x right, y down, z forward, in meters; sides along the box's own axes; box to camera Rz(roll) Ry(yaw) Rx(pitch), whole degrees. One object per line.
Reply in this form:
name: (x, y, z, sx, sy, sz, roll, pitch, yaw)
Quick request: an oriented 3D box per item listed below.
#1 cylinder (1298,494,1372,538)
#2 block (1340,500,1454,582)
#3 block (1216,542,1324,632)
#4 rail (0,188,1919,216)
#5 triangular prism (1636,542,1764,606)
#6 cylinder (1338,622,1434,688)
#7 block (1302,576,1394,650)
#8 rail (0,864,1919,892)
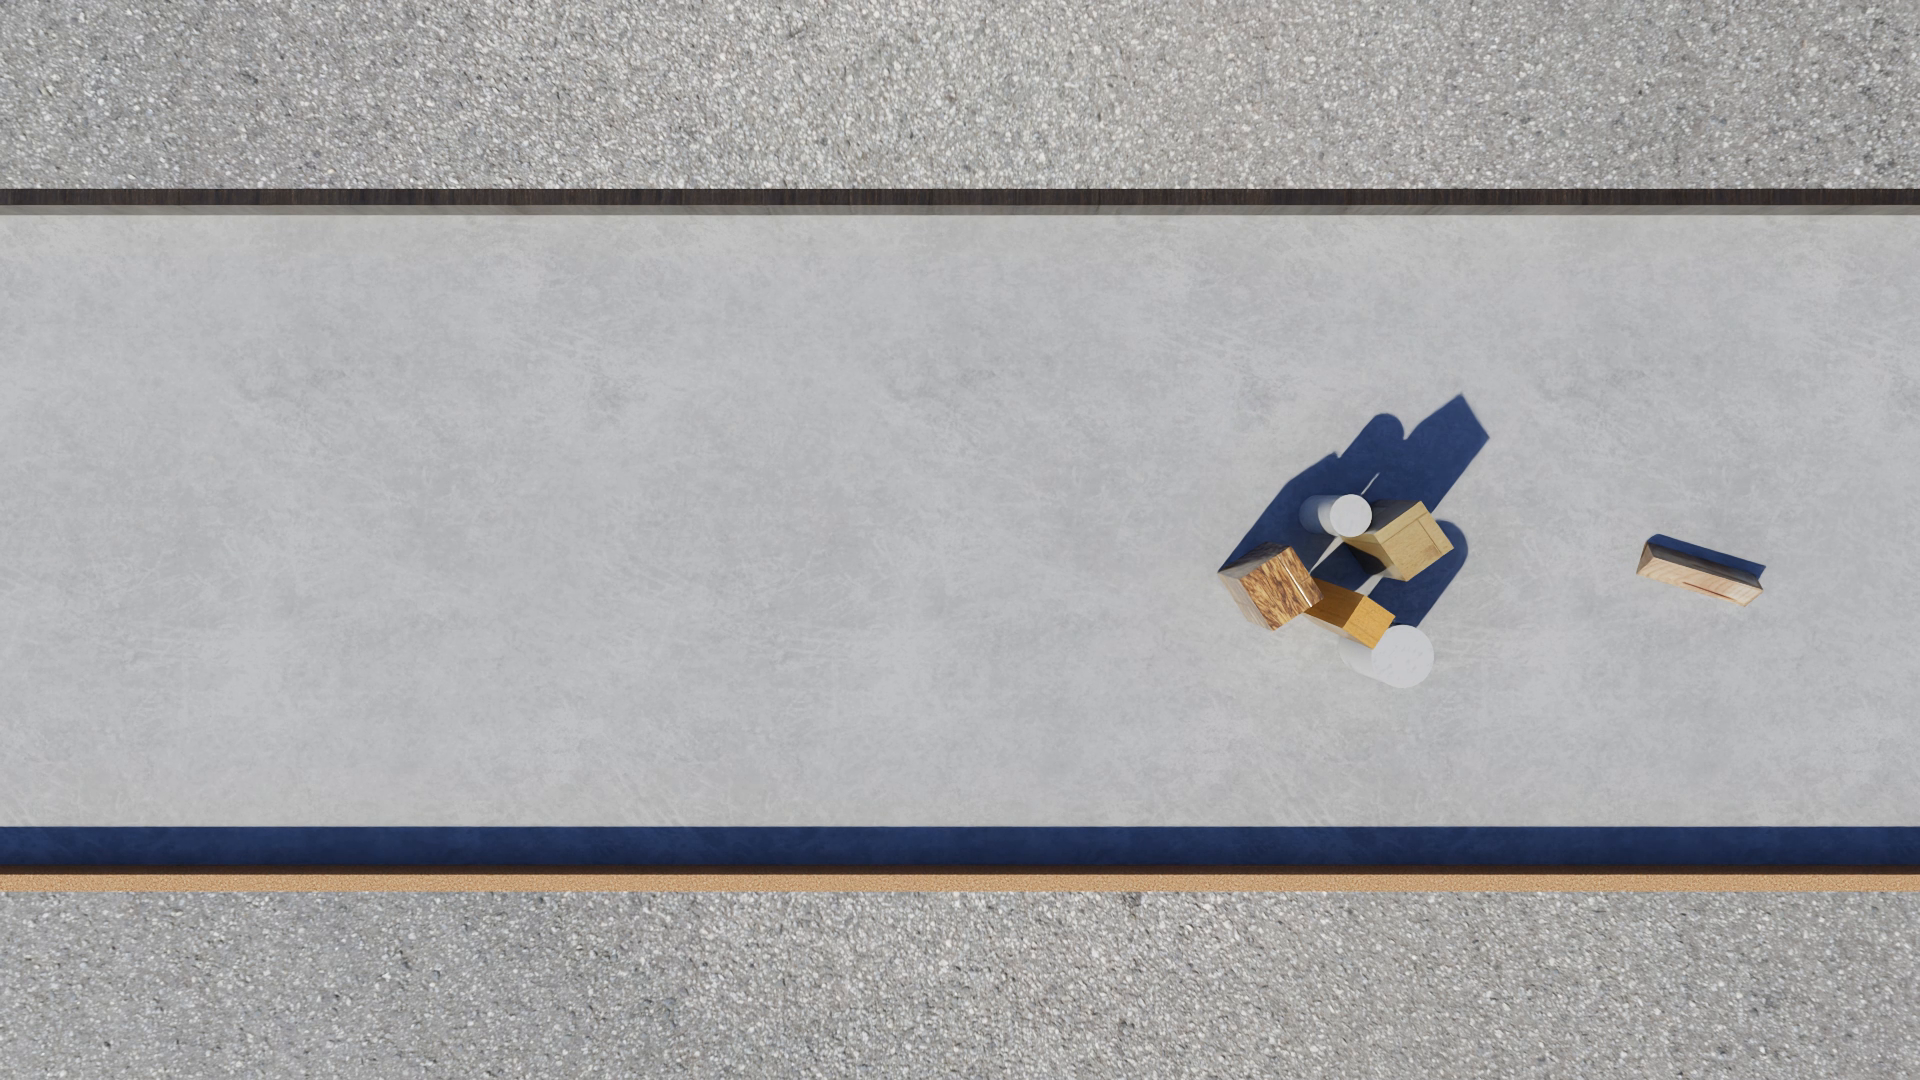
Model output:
cylinder: (1.114, -0.074, 4.911, 0.123, 0.322, 0.123, 0, 92, -4)
block: (1.274, -0.004, 4.861, 0.164, 0.424, 0.164, -36, 93, 0)
block: (0.916, 0.133, 4.892, 0.177, 0.361, 0.177, -33, 92, 0)
rail: (-2.247, -1.025, 5.002, 12.000, 0.150, 0.050, 0, 90, 0)
triangular prism: (2.262, 0.105, 5.029, 0.349, 0.090, 0.103, 17, 90, 0)
cylinder: (1.257, 0.328, 4.884, 0.180, 0.380, 0.180, 0, 91, -1)
block: (1.122, 0.210, 4.864, 0.113, 0.411, 0.113, 33, 90, -12)
rail: (-2.247, 1.025, 5.001, 12.000, 0.150, 0.050, 0, 90, 0)
